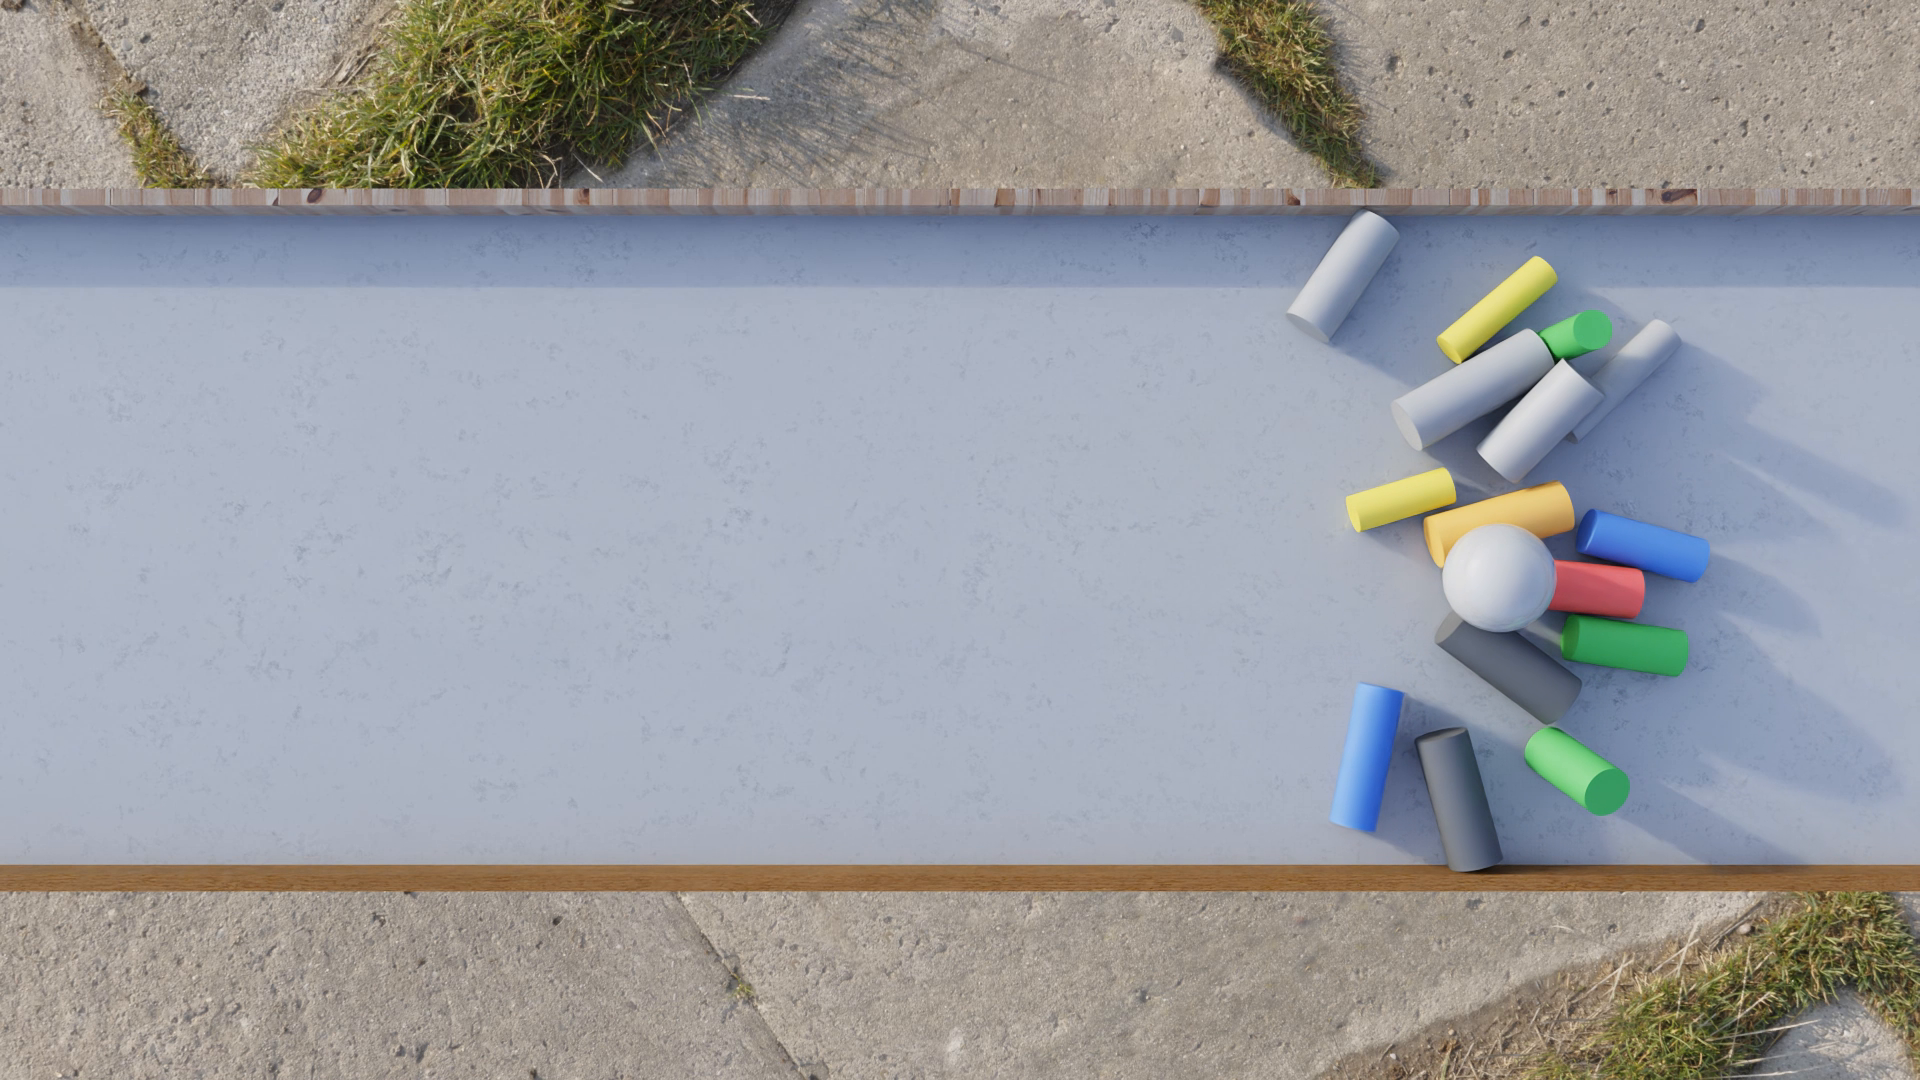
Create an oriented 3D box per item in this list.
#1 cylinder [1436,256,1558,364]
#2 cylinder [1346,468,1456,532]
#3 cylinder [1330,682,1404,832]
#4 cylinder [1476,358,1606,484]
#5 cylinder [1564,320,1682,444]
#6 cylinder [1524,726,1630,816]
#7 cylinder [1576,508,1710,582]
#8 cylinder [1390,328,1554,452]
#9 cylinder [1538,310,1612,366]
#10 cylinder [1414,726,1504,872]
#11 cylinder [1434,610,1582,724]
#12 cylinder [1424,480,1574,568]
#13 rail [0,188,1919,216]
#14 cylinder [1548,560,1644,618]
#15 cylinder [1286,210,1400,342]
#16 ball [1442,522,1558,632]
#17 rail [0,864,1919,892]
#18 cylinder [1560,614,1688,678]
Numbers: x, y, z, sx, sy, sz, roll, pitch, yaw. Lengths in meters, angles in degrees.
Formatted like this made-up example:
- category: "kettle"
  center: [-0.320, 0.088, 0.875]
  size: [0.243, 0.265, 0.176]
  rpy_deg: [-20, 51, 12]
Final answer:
- category: "cylinder"
  center: [1.635, -0.700, 5.023]
  size: [0.382, 0.106, 0.106]
  rpy_deg: [-40, 90, 0]
- category: "cylinder"
  center: [1.341, -0.122, 5.019]
  size: [0.302, 0.115, 0.115]
  rpy_deg: [-17, 90, 0]
- category: "cylinder"
  center: [1.236, 0.657, 5.007]
  size: [0.138, 0.138, 0.429]
  rpy_deg: [12, 90, 0]
- category: "cylinder"
  center: [1.733, -0.354, 4.931]
  size: [0.167, 0.167, 0.360]
  rpy_deg: [40, 112, 0]
- category: "cylinder"
  center: [1.993, -0.482, 5.019]
  size: [0.433, 0.114, 0.114]
  rpy_deg: [-43, 90, 0]
- category: "cylinder"
  center: [1.833, 0.685, 4.909]
  size: [0.150, 0.300, 0.150]
  rpy_deg: [-5, 108, -14]
- category: "cylinder"
  center: [2.071, 0.018, 5.008]
  size: [0.351, 0.138, 0.138]
  rpy_deg: [15, 90, 0]
- category: "cylinder"
  center: [1.551, -0.454, 4.990]
  size: [0.457, 0.171, 0.171]
  rpy_deg: [-29, 90, 0]
- category: "cylinder"
  center: [1.812, -0.596, 4.903]
  size: [0.116, 0.343, 0.116]
  rpy_deg: [0, 88, -1]
- category: "cylinder"
  center: [1.510, 0.784, 4.996]
  size: [0.162, 0.162, 0.403]
  rpy_deg: [-15, 90, 0]
- category: "cylinder"
  center: [1.657, 0.367, 4.990]
  size: [0.411, 0.174, 0.174]
  rpy_deg: [37, 90, 0]
- category: "cylinder"
  center: [1.630, -0.049, 4.997]
  size: [0.406, 0.160, 0.160]
  rpy_deg: [-16, 90, 0]
- category: "rail"
  center: [-2.247, -1.025, 5.002]
  size: [12.000, 0.150, 0.050]
  rpy_deg: [0, 90, 0]
- category: "cylinder"
  center: [1.856, 0.142, 4.999]
  size: [0.376, 0.154, 0.154]
  rpy_deg: [6, 90, 0]
- category: "cylinder"
  center: [1.160, -0.800, 4.998]
  size: [0.157, 0.157, 0.379]
  rpy_deg: [34, 90, 0]
- category: "ball"
  center: [1.569, 0.109, 4.799]
  size: [0.318, 0.318, 0.318]
  rpy_deg: [0, 90, 0]
- category: "rail"
  center: [-2.247, 1.025, 5.001]
  size: [12.000, 0.150, 0.050]
  rpy_deg: [0, 90, 0]
- category: "cylinder"
  center: [2.015, 0.319, 5.004]
  size: [0.331, 0.145, 0.145]
  rpy_deg: [9, 90, 0]
